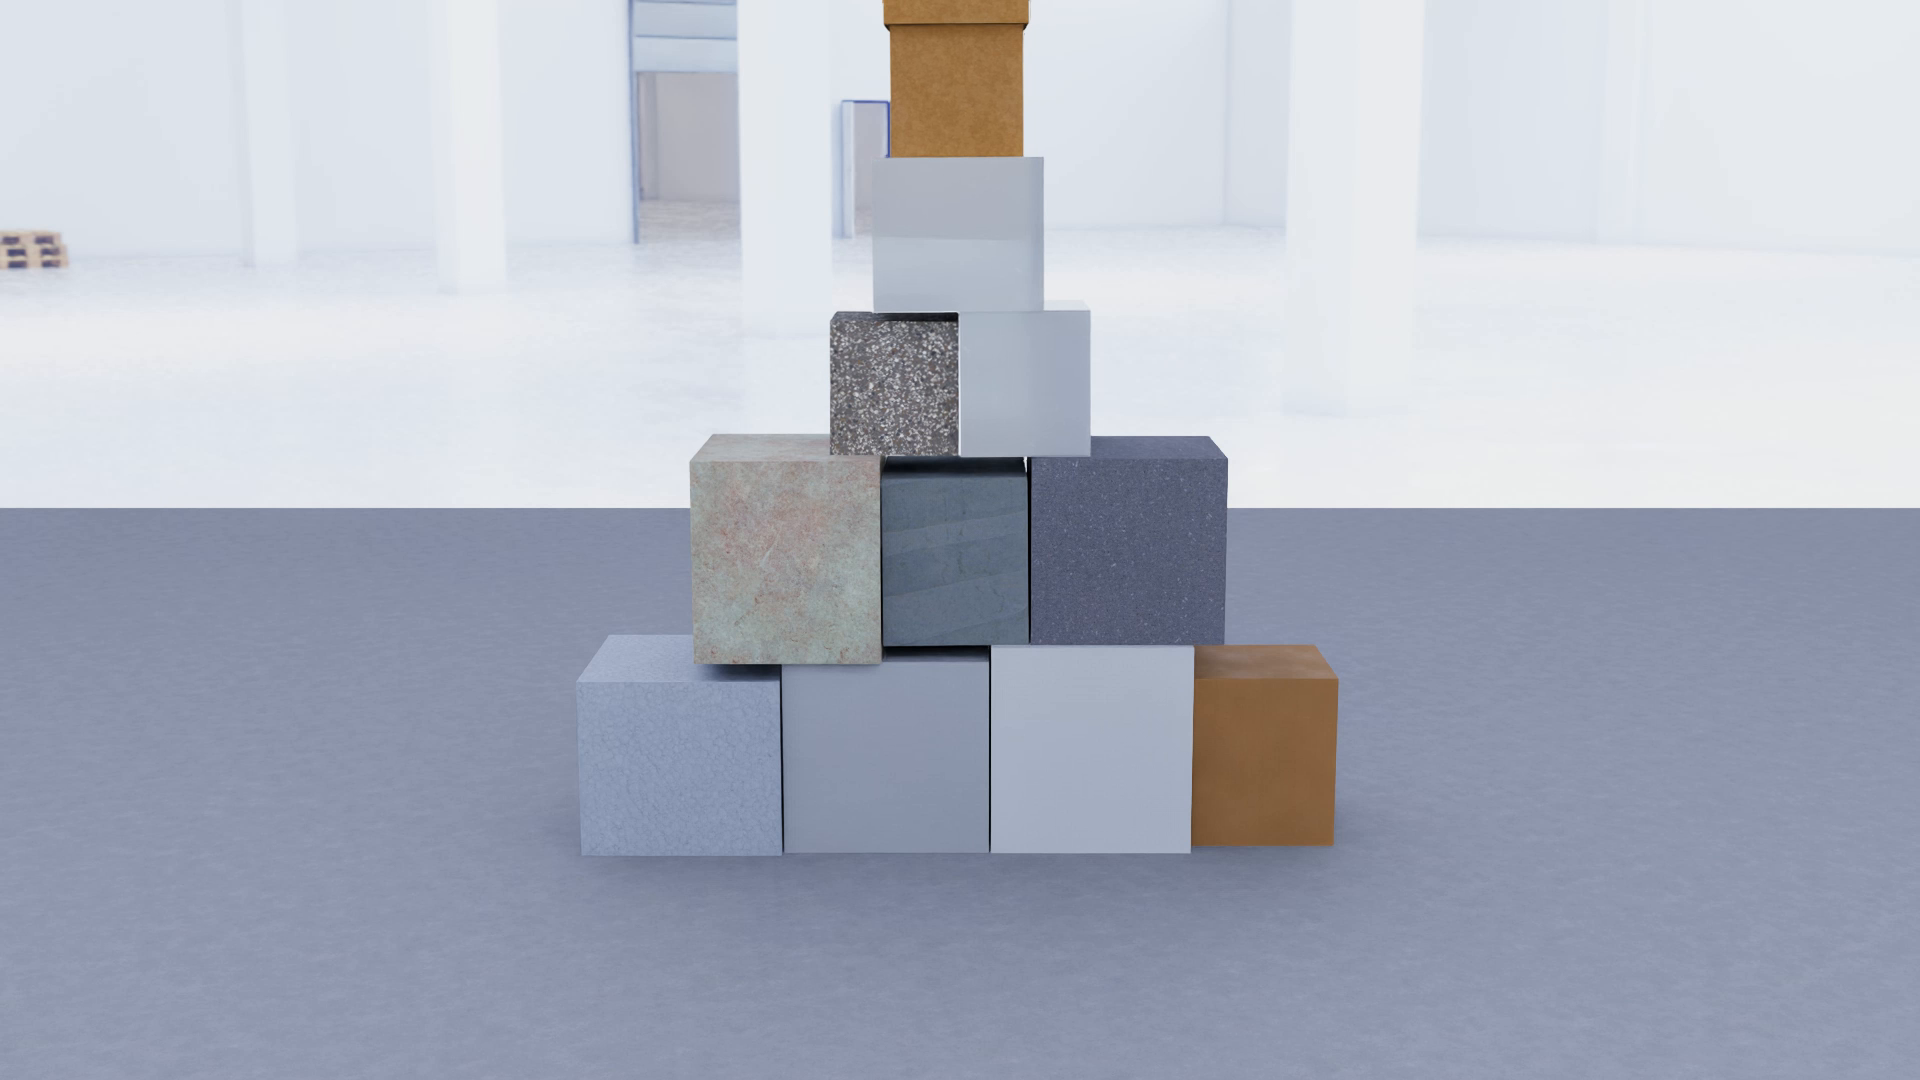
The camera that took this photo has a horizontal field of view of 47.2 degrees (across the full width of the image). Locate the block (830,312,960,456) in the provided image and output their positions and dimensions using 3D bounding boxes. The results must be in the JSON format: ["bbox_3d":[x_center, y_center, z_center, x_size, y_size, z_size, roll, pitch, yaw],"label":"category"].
[{"bbox_3d":[-0.320,-0.795,11.049,0.631,0.656,0.624,0,10,0],"label":"block"}]

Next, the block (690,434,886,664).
[{"bbox_3d":[-0.846,0.023,11.181,0.916,1.001,1.024,0,10,0],"label":"block"}]

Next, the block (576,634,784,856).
[{"bbox_3d":[-1.384,1.039,11.372,0.997,0.887,1.047,0,10,0],"label":"block"}]

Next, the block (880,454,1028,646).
[{"bbox_3d":[-0.025,0.038,11.174,0.716,0.835,0.804,-1,10,0],"label":"block"}]

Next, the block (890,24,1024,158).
[{"bbox_3d":[-0.015,-2.195,10.779,0.636,0.622,0.577,0,10,0],"label":"block"}]

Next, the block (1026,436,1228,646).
[{"bbox_3d":[0.826,-0.013,11.178,0.955,0.929,0.845,0,10,0],"label":"block"}]

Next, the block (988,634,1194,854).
[{"bbox_3d":[0.652,0.960,11.354,0.996,1.049,0.973,0,10,0],"label":"block"}]

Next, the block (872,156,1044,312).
[{"bbox_3d":[-0.009,-1.530,10.906,0.821,0.732,0.798,0,10,0],"label":"block"}]

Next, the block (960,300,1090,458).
[{"bbox_3d":[0.317,-0.821,11.031,0.634,0.714,0.714,0,10,0],"label":"block"}]

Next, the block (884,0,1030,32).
[{"bbox_3d":[-0.021,-2.927,10.667,0.689,0.859,0.734,0,10,0],"label":"block"}]

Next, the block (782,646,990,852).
[{"bbox_3d":[-0.366,0.992,11.378,1.020,0.977,0.982,0,10,0],"label":"block"}]

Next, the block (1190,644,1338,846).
[{"bbox_3d":[1.521,1.049,11.376,0.723,0.866,0.744,0,10,0],"label":"block"}]
